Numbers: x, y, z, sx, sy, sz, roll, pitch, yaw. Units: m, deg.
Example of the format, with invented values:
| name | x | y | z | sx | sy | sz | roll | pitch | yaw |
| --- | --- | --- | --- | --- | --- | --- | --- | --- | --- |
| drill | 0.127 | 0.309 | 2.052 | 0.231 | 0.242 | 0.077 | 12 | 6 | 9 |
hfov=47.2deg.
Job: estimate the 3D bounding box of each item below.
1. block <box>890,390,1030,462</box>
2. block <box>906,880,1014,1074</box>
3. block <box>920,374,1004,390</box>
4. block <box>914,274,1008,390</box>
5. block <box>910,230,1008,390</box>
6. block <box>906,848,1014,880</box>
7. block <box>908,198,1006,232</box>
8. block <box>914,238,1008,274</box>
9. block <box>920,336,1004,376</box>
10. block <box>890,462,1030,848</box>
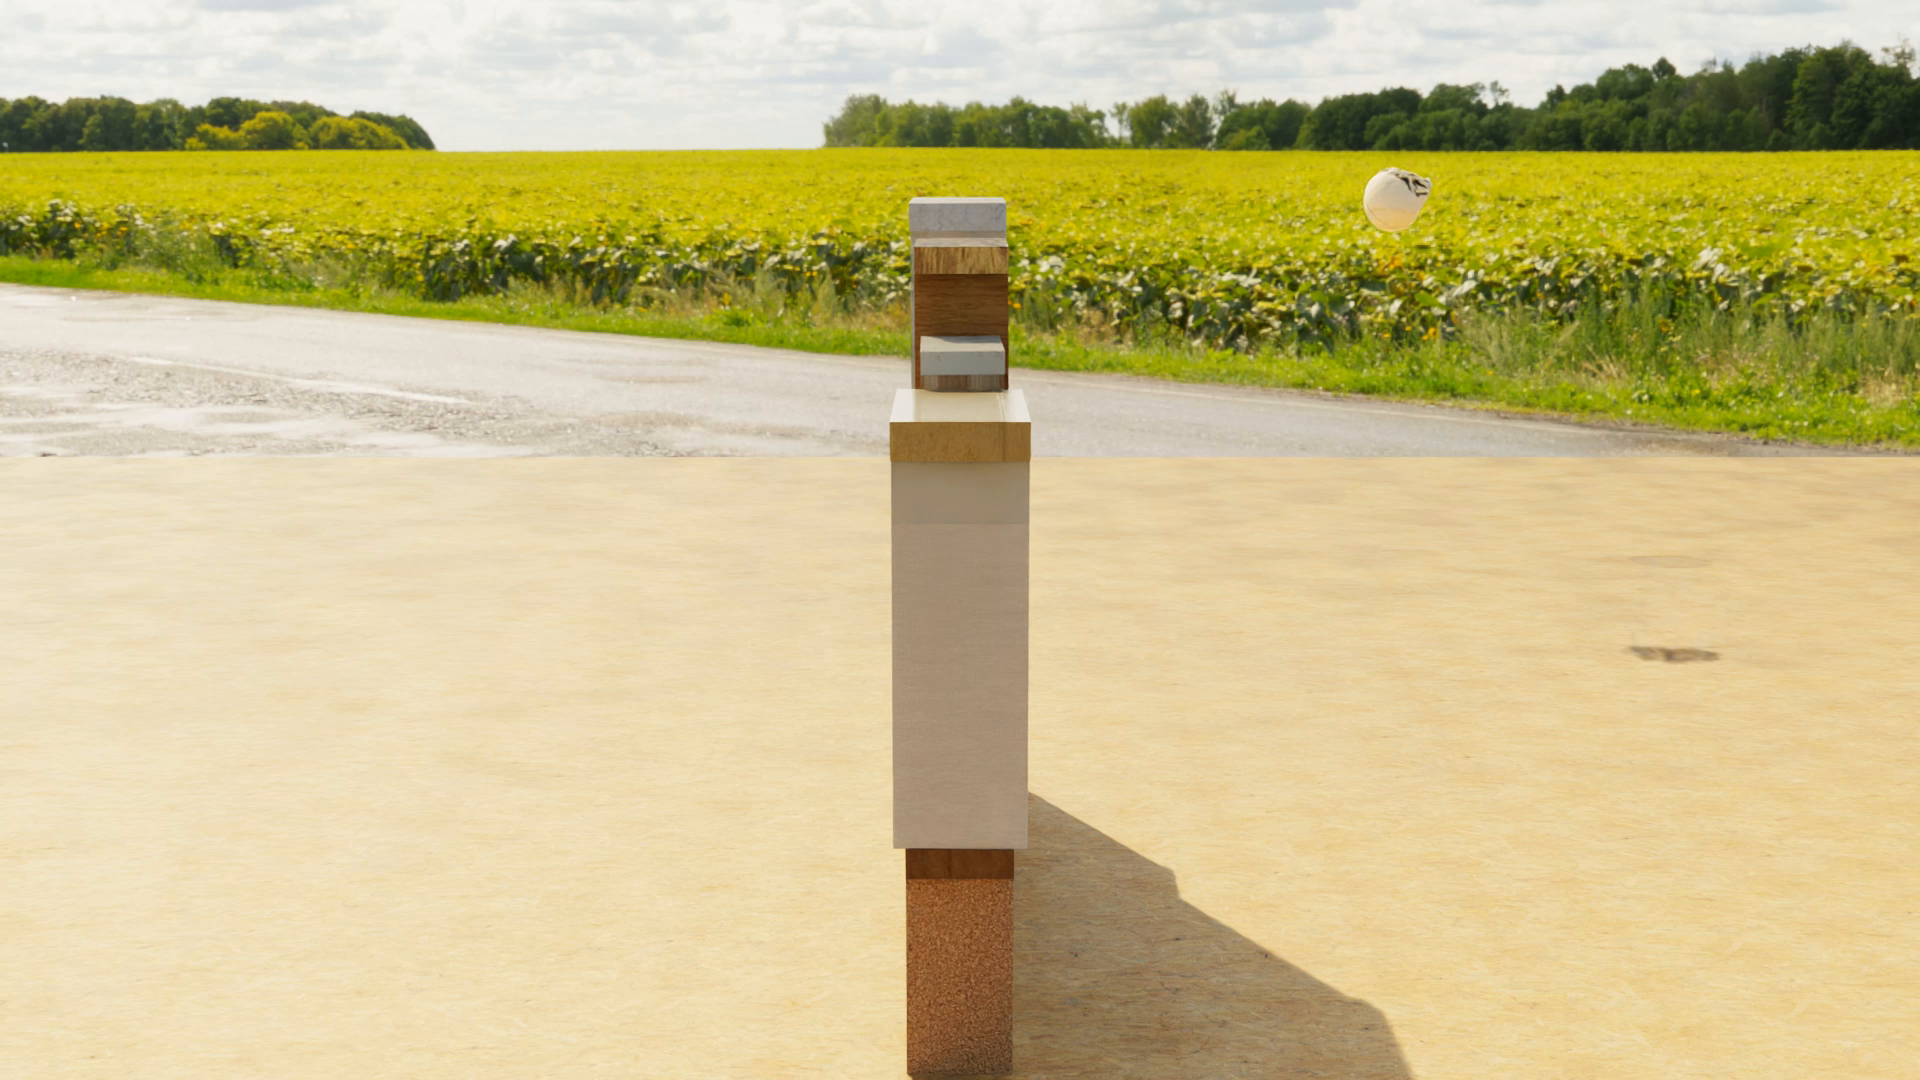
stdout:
| name | x | y | z | sx | sy | sz | roll | pitch | yaw |
| --- | --- | --- | --- | --- | --- | --- | --- | --- | --- |
| block | 0.000 | -0.155 | 2.923 | 0.176 | 0.050 | 0.353 | 0 | 11 | 0 |
| block | -0.001 | 0.577 | 2.960 | 0.143 | 0.285 | 0.040 | 0 | 11 | 0 |
| block | 0.004 | -0.032 | 3.173 | 0.119 | 0.422 | 0.034 | 0 | 10 | 0 |
| block | 0.003 | -0.230 | 3.389 | 0.143 | 0.364 | 0.040 | 0 | 10 | 0 |
| block | -0.002 | -0.372 | 3.813 | 0.165 | 0.330 | 0.047 | 0 | 11 | 0 |
| block | 0.000 | 0.399 | 3.023 | 0.143 | 0.040 | 0.285 | 0 | 11 | 0 |
| block | -0.004 | -0.577 | 3.885 | 0.165 | 0.047 | 0.330 | 0 | 11 | 0 |
| block | 0.002 | -0.446 | 3.446 | 0.143 | 0.040 | 0.285 | 0 | 10 | 0 |
| block | 0.002 | -0.270 | 3.209 | 0.119 | 0.034 | 0.238 | 0 | 11 | -1 |
| block | 0.000 | 0.146 | 2.859 | 0.176 | 0.518 | 0.050 | 0 | 11 | 0 |
